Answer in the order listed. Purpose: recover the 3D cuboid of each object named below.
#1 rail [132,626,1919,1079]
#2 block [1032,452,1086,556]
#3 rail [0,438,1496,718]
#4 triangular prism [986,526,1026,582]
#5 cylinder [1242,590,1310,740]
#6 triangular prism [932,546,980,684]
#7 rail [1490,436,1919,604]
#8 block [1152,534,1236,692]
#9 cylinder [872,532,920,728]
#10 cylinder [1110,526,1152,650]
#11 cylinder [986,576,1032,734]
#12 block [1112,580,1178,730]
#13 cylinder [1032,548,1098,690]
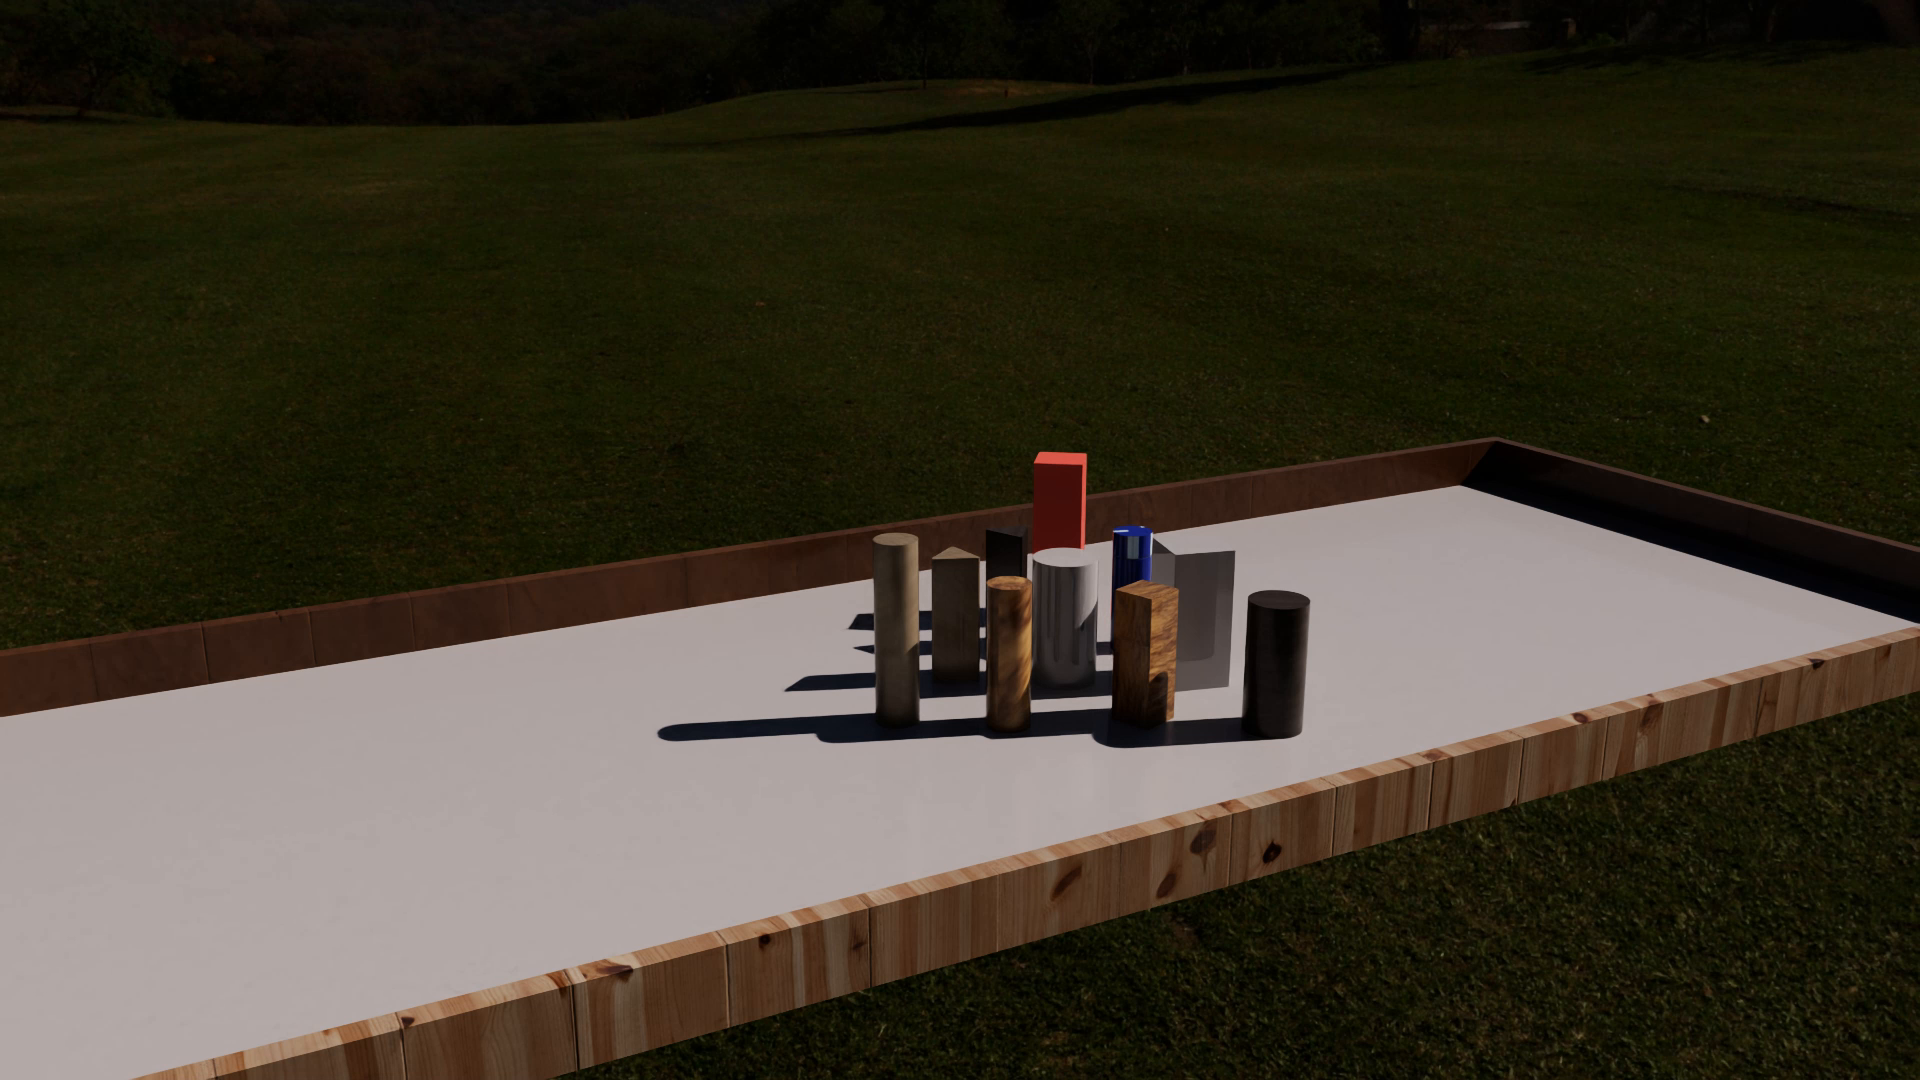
[{"bbox_3d":[-2.336,1.006,1.665,12.000,0.150,0.050,-9,18,-27],"label":"rail"},{"bbox_3d":[0.276,-0.008,4.583,0.132,0.451,0.132,3,17,9],"label":"block"},{"bbox_3d":[-3.305,0.497,3.399,12.000,0.150,0.050,-9,18,-27],"label":"rail"},{"bbox_3d":[0.146,0.121,4.389,0.117,0.313,0.101,13,21,38],"label":"triangular prism"},{"bbox_3d":[0.730,0.287,3.818,0.141,0.315,0.141,0,16,0],"label":"cylinder"},{"bbox_3d":[-0.014,0.187,4.141,0.117,0.326,0.101,-1,16,-5],"label":"triangular prism"},{"bbox_3d":[2.466,-0.048,5.253,0.050,0.150,2.100,-9,18,-27],"label":"rail"},{"bbox_3d":[0.575,0.180,4.114,0.156,0.355,0.156,-4,17,-14],"label":"block"},{"bbox_3d":[-0.147,0.212,3.842,0.105,0.447,0.105,0,16,0],"label":"cylinder"},{"bbox_3d":[0.450,0.130,4.341,0.103,0.321,0.103,0,16,0],"label":"cylinder"},{"bbox_3d":[0.113,0.266,3.829,0.106,0.350,0.106,0,16,0],"label":"cylinder"},{"bbox_3d":[0.434,0.269,3.870,0.105,0.322,0.105,15,22,41],"label":"block"},{"bbox_3d":[0.261,0.196,4.118,0.164,0.321,0.164,0,16,0],"label":"cylinder"}]
